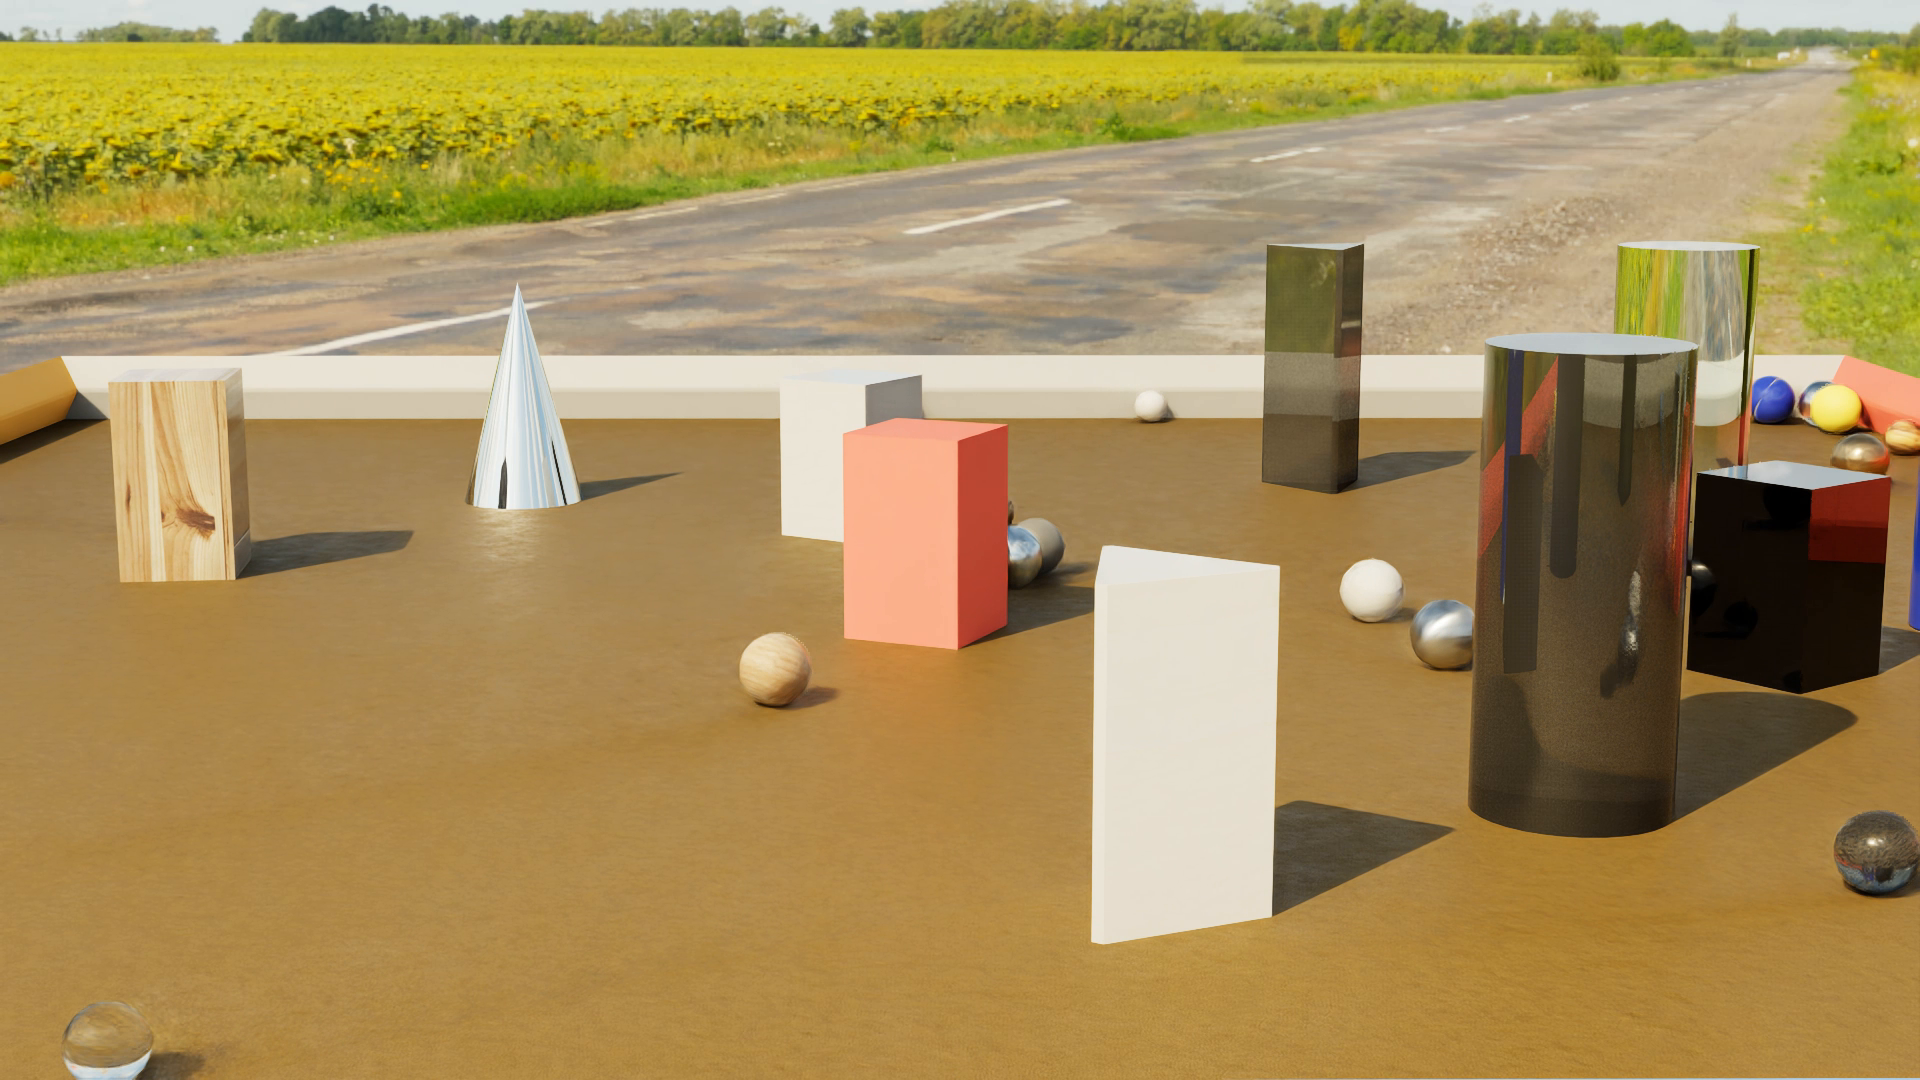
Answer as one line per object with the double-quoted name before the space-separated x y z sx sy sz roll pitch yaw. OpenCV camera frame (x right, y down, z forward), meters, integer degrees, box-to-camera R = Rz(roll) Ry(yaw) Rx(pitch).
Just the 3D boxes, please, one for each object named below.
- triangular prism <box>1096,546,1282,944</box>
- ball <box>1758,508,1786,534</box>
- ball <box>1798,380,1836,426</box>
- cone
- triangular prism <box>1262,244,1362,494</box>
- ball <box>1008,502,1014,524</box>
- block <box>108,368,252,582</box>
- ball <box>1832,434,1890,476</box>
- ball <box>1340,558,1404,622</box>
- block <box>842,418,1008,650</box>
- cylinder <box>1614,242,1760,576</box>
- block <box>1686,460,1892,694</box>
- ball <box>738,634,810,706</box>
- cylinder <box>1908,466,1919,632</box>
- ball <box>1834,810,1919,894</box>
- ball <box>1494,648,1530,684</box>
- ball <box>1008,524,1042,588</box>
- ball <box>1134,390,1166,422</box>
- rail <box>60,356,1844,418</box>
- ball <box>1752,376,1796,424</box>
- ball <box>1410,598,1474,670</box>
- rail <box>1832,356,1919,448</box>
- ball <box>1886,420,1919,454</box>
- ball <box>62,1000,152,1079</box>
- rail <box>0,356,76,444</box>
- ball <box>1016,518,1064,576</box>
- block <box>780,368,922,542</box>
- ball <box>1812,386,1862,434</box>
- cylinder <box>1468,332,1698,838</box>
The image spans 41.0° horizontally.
"triangular prism" 0.162 0.169 2.232 0.173 0.308 0.150 -5 12 -25
"ball" 1.279 -0.029 4.038 0.041 0.041 0.041 0 10 0
"ball" 1.760 -0.278 5.238 0.094 0.094 0.094 0 10 0
"cone" -0.742 -0.251 4.335 0.200 0.369 0.200 0 10 0
"triangular prism" 0.648 -0.306 4.495 0.150 0.419 0.173 -8 13 -38
"ball" 0.063 -0.043 4.095 0.048 0.048 0.048 0 10 0
"block" -1.130 -0.097 3.728 0.160 0.287 0.160 -1 11 -7
"ball" 1.575 -0.139 4.486 0.095 0.095 0.095 0 10 0
"ball" 0.546 0.067 3.401 0.084 0.084 0.084 0 10 0
"block" -0.043 -0.012 3.324 0.160 0.266 0.160 5 11 24
"cylinder" 1.057 -0.196 3.765 0.200 0.469 0.200 0 10 0
"block" 1.000 0.041 3.099 0.160 0.244 0.160 -8 13 -37
"ball" -0.213 0.150 2.956 0.083 0.083 0.083 0 10 0
"cylinder" 1.349 -0.121 3.320 0.200 0.482 0.200 0 10 0
"ball" 0.817 0.278 2.285 0.074 0.074 0.074 0 10 0
"ball" 0.658 0.151 3.062 0.042 0.042 0.042 0 10 0
"ball" 0.071 0.024 3.616 0.091 0.091 0.091 0 10 0
"ball" 0.393 -0.276 5.305 0.066 0.066 0.066 0 10 0
"rail" -0.011 -0.316 5.338 3.723 0.130 0.045 0 10 0
"ball" 1.667 -0.289 5.281 0.100 0.100 0.100 0 10 0
"ball" 0.593 0.115 3.132 0.087 0.087 0.087 0 10 0
"rail" 1.838 0.032 3.459 0.045 0.130 3.891 0 10 0
"ball" 1.789 -0.193 4.864 0.064 0.064 0.064 0 10 0
"ball" -0.615 0.364 1.851 0.062 0.062 0.062 0 10 0
"rail" -1.838 0.035 3.438 0.045 0.130 3.891 0 10 0
"ball" 0.109 0.010 3.708 0.084 0.084 0.084 0 10 0
"block" -0.170 -0.134 4.039 0.160 0.247 0.160 6 12 31
"ball" 1.757 -0.262 5.143 0.097 0.097 0.097 0 10 0
"cylinder" 0.606 0.039 2.508 0.200 0.463 0.200 0 10 0
